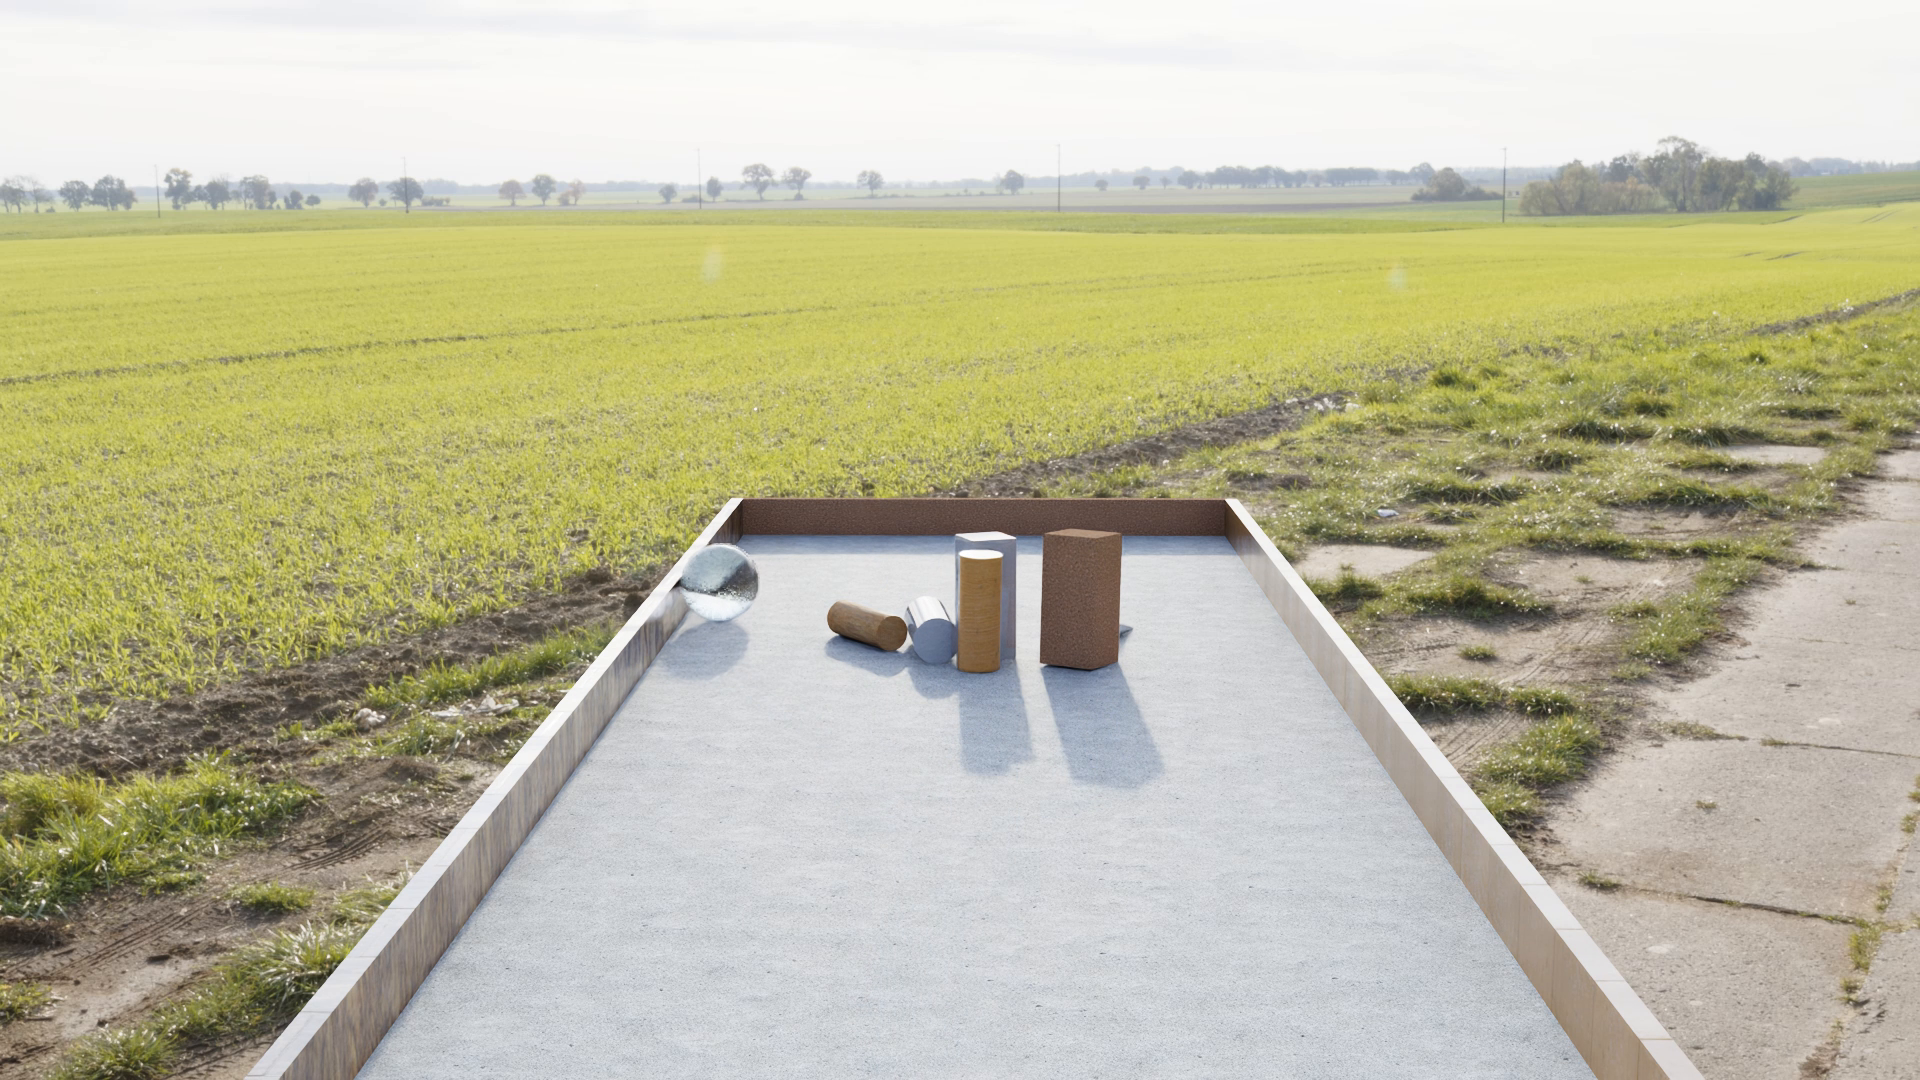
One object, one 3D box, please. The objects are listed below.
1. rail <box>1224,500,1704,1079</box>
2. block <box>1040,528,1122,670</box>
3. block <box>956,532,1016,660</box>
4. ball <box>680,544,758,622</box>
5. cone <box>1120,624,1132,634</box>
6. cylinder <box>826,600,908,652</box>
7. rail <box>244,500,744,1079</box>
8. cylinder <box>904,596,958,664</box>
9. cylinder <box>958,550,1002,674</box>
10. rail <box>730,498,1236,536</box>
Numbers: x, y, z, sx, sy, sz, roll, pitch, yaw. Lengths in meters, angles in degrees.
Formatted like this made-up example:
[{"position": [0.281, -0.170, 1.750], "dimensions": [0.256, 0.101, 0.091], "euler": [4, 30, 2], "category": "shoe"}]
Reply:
[{"position": [1.046, 0.843, 3.208], "dimensions": [0.050, 0.150, 12.000], "euler": [0, 9, 1], "category": "rail"}, {"position": [0.364, 0.175, 6.624], "dimensions": [0.177, 0.393, 0.177], "euler": [5, 8, 30], "category": "block"}, {"position": [0.079, 0.172, 6.733], "dimensions": [0.143, 0.372, 0.143], "euler": [-4, 10, -22], "category": "block"}, {"position": [-0.797, 0.143, 7.290], "dimensions": [0.257, 0.257, 0.257], "euler": [0, 9, 0], "category": "ball"}, {"position": [0.483, 0.287, 7.022], "dimensions": [0.110, 0.110, 0.380], "euler": [5, 2, 27], "category": "cone"}, {"position": [-0.295, 0.269, 6.953], "dimensions": [0.112, 0.112, 0.313], "euler": [-6, 11, -32], "category": "cylinder"}, {"position": [-1.004, 0.839, 3.234], "dimensions": [0.050, 0.150, 12.000], "euler": [0, 9, 1], "category": "rail"}, {"position": [-0.088, 0.277, 6.809], "dimensions": [0.143, 0.143, 0.360], "euler": [-1, 9, -6], "category": "cylinder"}, {"position": [0.059, 0.212, 6.537], "dimensions": [0.127, 0.348, 0.127], "euler": [1, 12, 0], "category": "cylinder"}, {"position": [0.099, -0.098, 9.147], "dimensions": [2.100, 0.150, 0.050], "euler": [0, 9, 1], "category": "rail"}]
